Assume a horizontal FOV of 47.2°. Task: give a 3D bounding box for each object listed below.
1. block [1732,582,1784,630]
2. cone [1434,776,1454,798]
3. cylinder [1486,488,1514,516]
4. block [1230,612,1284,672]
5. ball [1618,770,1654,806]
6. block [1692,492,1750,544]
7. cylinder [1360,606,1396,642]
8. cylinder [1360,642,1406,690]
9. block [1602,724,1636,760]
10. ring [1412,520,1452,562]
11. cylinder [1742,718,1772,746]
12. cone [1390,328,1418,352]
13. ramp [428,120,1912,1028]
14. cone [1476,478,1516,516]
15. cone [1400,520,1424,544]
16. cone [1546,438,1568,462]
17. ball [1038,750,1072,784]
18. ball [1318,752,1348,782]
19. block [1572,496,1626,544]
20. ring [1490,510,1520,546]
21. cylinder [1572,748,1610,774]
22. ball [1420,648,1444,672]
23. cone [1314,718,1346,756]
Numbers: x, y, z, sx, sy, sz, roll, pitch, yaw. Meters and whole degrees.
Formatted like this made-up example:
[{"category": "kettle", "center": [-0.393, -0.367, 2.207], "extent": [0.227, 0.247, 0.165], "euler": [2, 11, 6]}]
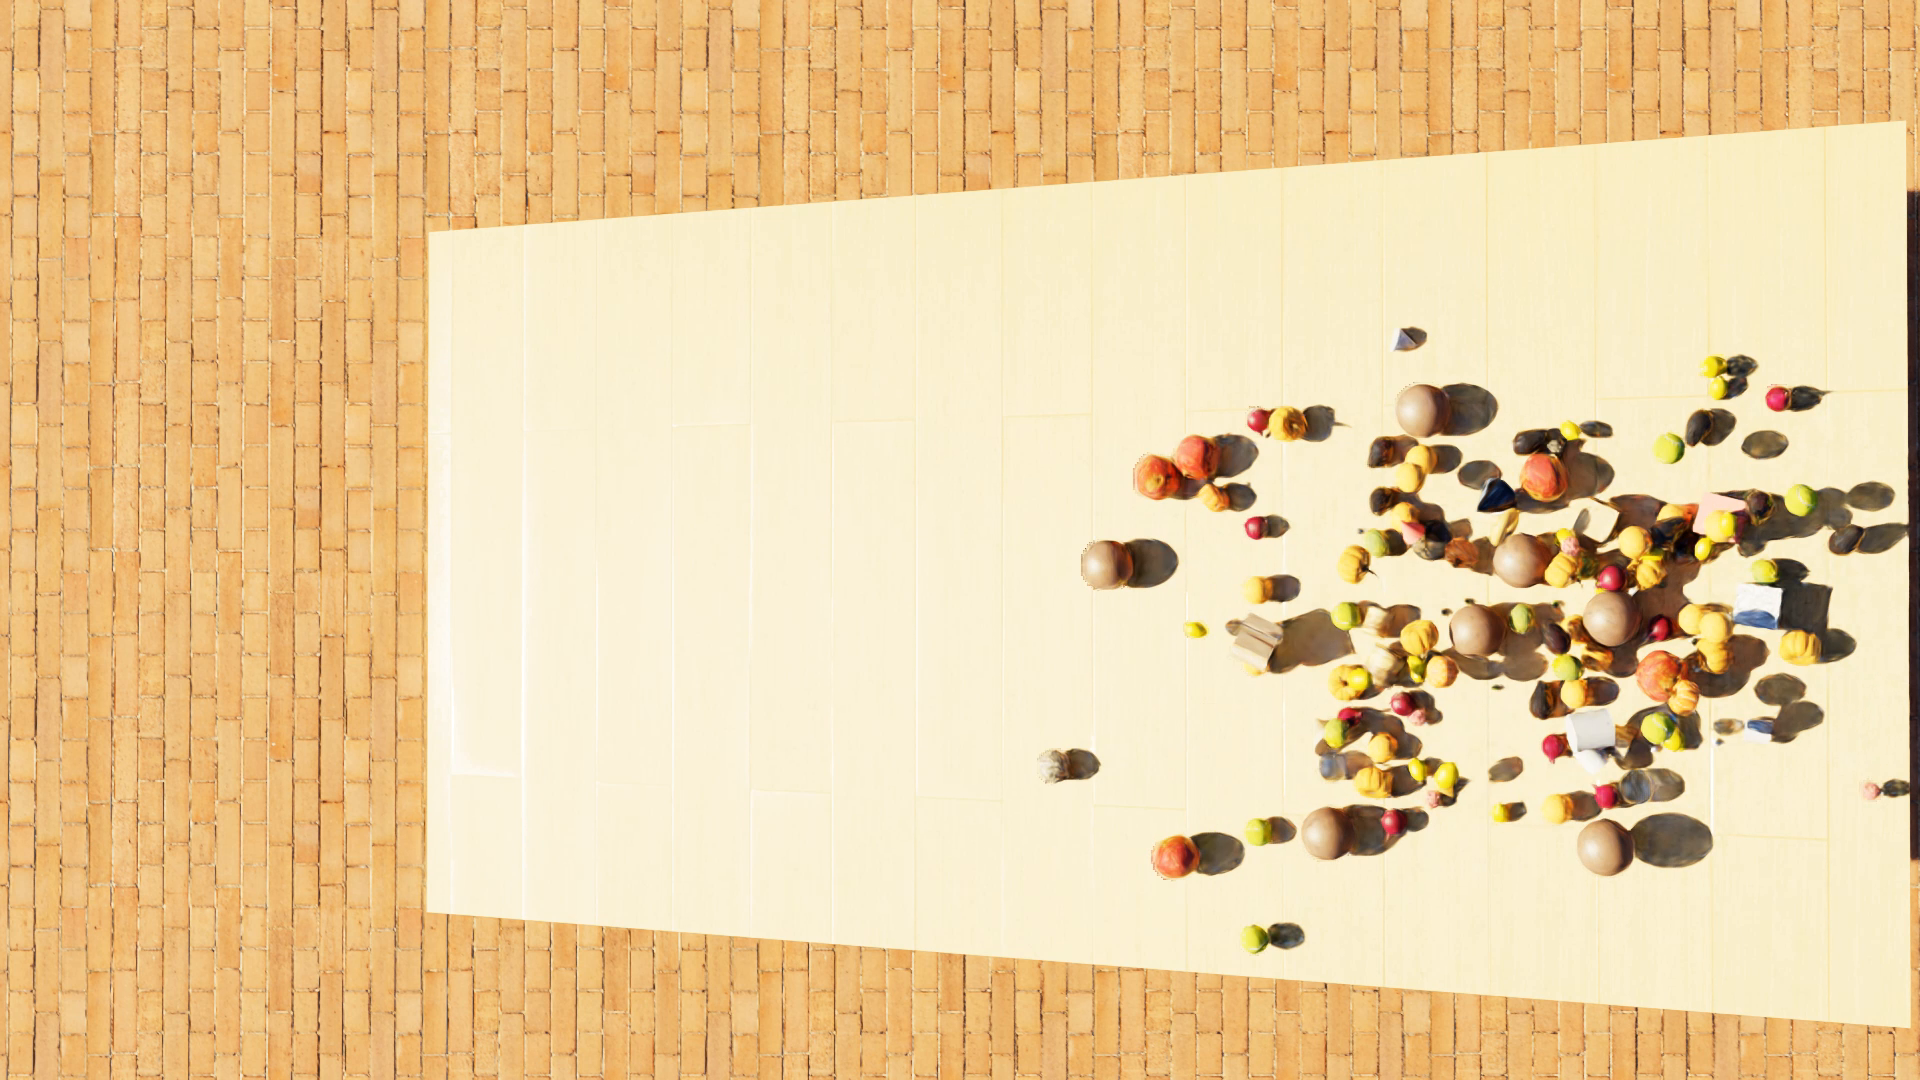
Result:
[{"category": "block", "center": [1.790, 0.149, 4.929], "extent": [0.093, 0.093, 0.093], "euler": [9, 93, 24]}, {"category": "cone", "center": [1.163, 0.598, 5.240], "extent": [0.050, 0.050, 0.050], "euler": [-37, 102, 0]}, {"category": "cylinder", "center": [1.271, -0.088, 5.180], "extent": [0.052, 0.052, 0.052], "euler": [-16, 75, 0]}, {"category": "block", "center": [0.720, 0.248, 5.336], "extent": [0.091, 0.091, 0.091], "euler": [26, 70, 12]}, {"category": "ball", "center": [1.549, 0.567, 5.038], "extent": [0.081, 0.081, 0.081], "euler": [0, 89, 0]}, {"category": "block", "center": [1.719, -0.051, 4.961], "extent": [0.094, 0.094, 0.094], "euler": [18, 96, 25]}, {"category": "cylinder", "center": [1.003, 0.200, 5.280], "extent": [0.063, 0.063, 0.063], "euler": [29, 74, 0]}, {"category": "cylinder", "center": [1.015, 0.302, 5.275], "extent": [0.083, 0.083, 0.083], "euler": [24, 101, 0]}, {"category": "block", "center": [1.517, 0.465, 5.061], "extent": [0.051, 0.051, 0.051], "euler": [28, 125, 22]}, {"category": "ring", "center": [1.126, 0.002, 5.253], "extent": [0.098, 0.033, 0.098], "euler": [-2, 80, 13]}, {"category": "cylinder", "center": [1.792, 0.430, 4.942], "extent": [0.055, 0.055, 0.055], "euler": [8, 89, 17]}, {"category": "cone", "center": [1.074, -0.474, 5.290], "extent": [0.062, 0.062, 0.062], "euler": [14, 89, -3]}, {"category": "ramp", "center": [0.283, 0.083, 5.705], "extent": [4.000, 0.100, 2.000], "euler": [0, 89, 24]}, {"category": "cone", "center": [1.222, -0.082, 5.097], "extent": [0.096, 0.096, 0.096], "euler": [-27, 89, -38]}, {"category": "cone", "center": [1.057, -0.030, 5.197], "extent": [0.058, 0.058, 0.058], "euler": [39, 89, -33]}, {"category": "cone", "center": [1.398, -0.205, 5.129], "extent": [0.053, 0.053, 0.053], "euler": [-12, 85, 0]}, {"category": "ball", "center": [0.243, 0.579, 5.616], "extent": [0.084, 0.084, 0.084], "euler": [0, 89, 0]}, {"category": "ball", "center": [0.904, 0.551, 5.329], "extent": [0.073, 0.073, 0.073], "euler": [0, 89, 0]}, {"category": "block", "center": [1.467, -0.047, 5.048], "extent": [0.079, 0.079, 0.079], "euler": [28, 105, 22]}, {"category": "ring", "center": [1.236, -0.028, 4.989], "extent": [0.031, 0.094, 0.094], "euler": [34, 89, 26]}, {"category": "cylinder", "center": [1.450, 0.497, 5.048], "extent": [0.060, 0.060, 0.060], "euler": [-42, 83, 0]}, {"category": "ball", "center": [1.122, 0.286, 5.227], "extent": [0.058, 0.058, 0.058], "euler": [0, 89, 0]}, {"category": "cone", "center": [0.884, 0.466, 5.357], "extent": [0.087, 0.087, 0.087], "euler": [-24, 50, 0]}]
